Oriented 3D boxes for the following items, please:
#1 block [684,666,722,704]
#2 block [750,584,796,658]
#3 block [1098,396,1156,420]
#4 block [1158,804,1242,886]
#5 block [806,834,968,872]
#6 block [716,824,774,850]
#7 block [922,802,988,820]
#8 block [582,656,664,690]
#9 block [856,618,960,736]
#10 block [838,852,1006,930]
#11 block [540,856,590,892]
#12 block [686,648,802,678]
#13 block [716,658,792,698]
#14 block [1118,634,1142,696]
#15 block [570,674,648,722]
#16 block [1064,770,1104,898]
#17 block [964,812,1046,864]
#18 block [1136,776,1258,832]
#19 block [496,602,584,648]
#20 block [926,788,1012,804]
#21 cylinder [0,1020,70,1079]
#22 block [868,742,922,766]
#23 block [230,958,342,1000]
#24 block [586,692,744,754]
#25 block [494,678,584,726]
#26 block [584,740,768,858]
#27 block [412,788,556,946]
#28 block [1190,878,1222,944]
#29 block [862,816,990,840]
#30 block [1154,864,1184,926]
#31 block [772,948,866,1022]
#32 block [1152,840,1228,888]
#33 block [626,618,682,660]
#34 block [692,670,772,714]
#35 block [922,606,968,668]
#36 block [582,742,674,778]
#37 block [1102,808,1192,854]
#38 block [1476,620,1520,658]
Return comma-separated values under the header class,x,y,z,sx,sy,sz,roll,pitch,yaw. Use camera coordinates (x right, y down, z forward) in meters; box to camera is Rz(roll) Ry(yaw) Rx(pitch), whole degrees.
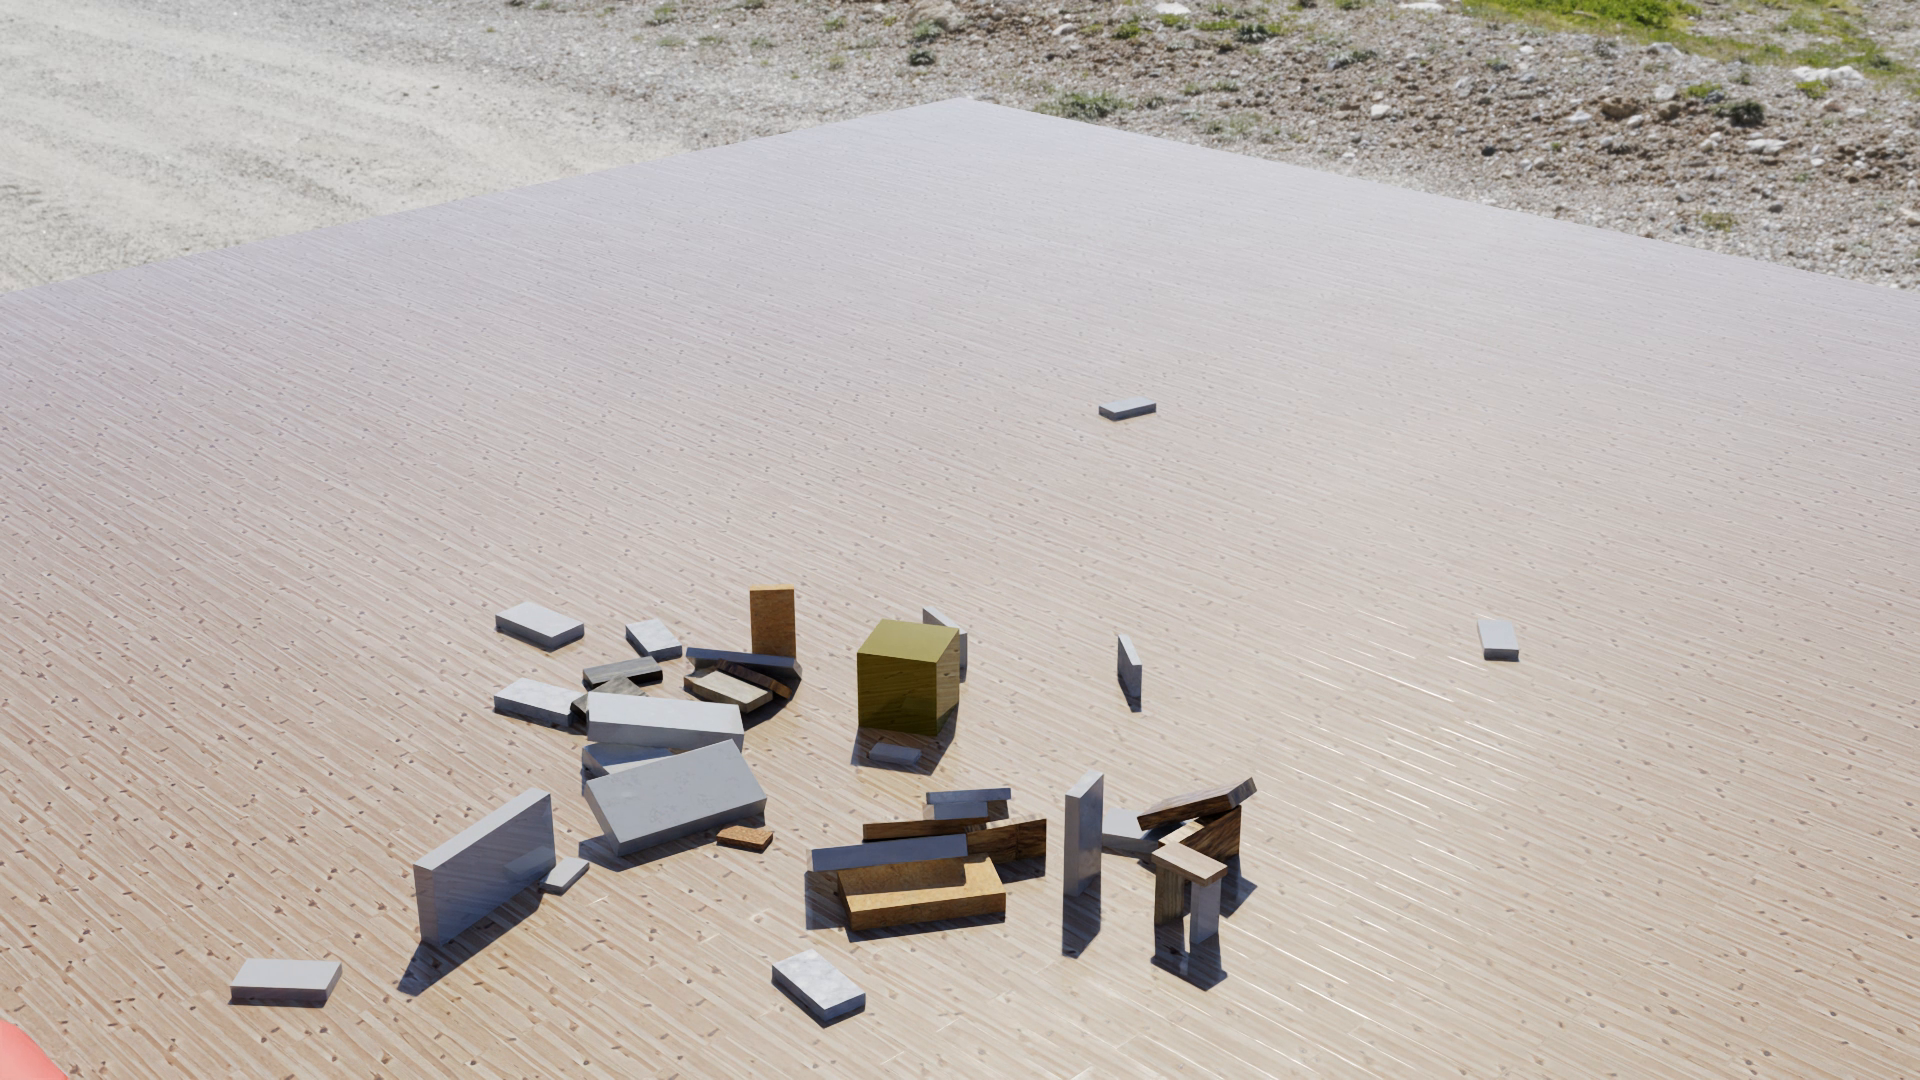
class,x,y,z,sx,sy,sz,roll,pitch,yaw
block,-0.541,0.333,4.947,0.082,0.023,0.165,-19,29,-37
block,-0.427,0.200,5.032,0.101,0.202,0.029,-2,23,-4
block,0.509,-0.402,6.680,0.159,0.023,0.080,-15,27,-31
block,0.461,0.591,4.231,0.030,0.108,0.215,21,31,40
block,-0.142,0.597,4.207,0.293,0.042,0.147,-5,-7,-9
block,-0.426,0.589,4.356,0.100,0.014,0.050,8,24,18
block,-0.011,0.534,4.338,0.104,0.029,0.207,-3,-6,-8
block,-0.768,0.306,5.011,0.164,0.023,0.082,-10,25,-23
block,-0.112,0.300,4.824,0.179,0.179,0.179,6,24,15
block,-0.074,0.662,4.148,0.293,0.042,0.147,-5,24,-12
block,-0.760,0.643,4.227,0.050,0.014,0.100,9,25,20
block,-0.491,0.280,5.007,0.254,0.023,0.082,5,-20,12
block,-0.463,0.311,4.938,0.164,0.023,0.082,18,-12,36
block,0.385,0.284,4.990,0.023,0.080,0.159,-3,23,-7
block,-0.774,0.357,4.850,0.082,0.023,0.164,36,36,18
block,0.234,0.557,4.173,0.030,0.215,0.108,12,26,25
block,0.087,0.585,4.276,0.165,0.082,0.023,-8,24,-18
block,0.462,0.515,4.290,0.215,0.030,0.108,-20,1,37
block,-1.004,0.201,5.251,0.202,0.029,0.101,17,29,35
block,0.017,0.519,4.460,0.165,0.023,0.082,-3,-6,-6
cylinder,-1.460,0.897,3.313,0.261,0.261,0.261,-20,30,-39
block,-0.138,0.455,4.670,0.100,0.014,0.050,8,24,18
block,-1.192,0.778,3.895,0.171,0.024,0.085,1,23,3
block,-0.631,0.390,4.693,0.325,0.046,0.162,6,17,-12
block,-0.922,0.359,4.879,0.203,0.029,0.101,12,26,25
block,-0.569,0.515,4.408,0.325,0.046,0.162,-14,52,-30
block,-0.886,0.609,4.119,0.046,0.162,0.325,13,26,28
block,0.449,0.670,4.019,0.018,0.127,0.063,21,31,41
block,-0.067,0.566,4.328,0.243,0.029,0.103,-3,-7,-7
block,0.389,0.647,4.074,0.018,0.127,0.063,21,31,41
block,-0.250,0.784,3.882,0.086,0.024,0.171,-16,28,-33
block,0.419,0.592,4.019,0.127,0.018,0.063,21,31,41
block,-0.722,0.234,5.180,0.082,0.023,0.165,-11,25,-25
block,-0.505,0.335,4.881,0.165,0.023,0.082,17,29,34
block,-0.036,0.225,5.122,0.024,0.085,0.171,-12,26,-27
block,-0.654,0.487,4.560,0.147,0.042,0.293,-14,27,-30
block,0.384,0.582,4.352,0.207,0.029,0.103,7,24,16
block,1.267,0.232,5.185,0.080,0.023,0.159,2,23,6
